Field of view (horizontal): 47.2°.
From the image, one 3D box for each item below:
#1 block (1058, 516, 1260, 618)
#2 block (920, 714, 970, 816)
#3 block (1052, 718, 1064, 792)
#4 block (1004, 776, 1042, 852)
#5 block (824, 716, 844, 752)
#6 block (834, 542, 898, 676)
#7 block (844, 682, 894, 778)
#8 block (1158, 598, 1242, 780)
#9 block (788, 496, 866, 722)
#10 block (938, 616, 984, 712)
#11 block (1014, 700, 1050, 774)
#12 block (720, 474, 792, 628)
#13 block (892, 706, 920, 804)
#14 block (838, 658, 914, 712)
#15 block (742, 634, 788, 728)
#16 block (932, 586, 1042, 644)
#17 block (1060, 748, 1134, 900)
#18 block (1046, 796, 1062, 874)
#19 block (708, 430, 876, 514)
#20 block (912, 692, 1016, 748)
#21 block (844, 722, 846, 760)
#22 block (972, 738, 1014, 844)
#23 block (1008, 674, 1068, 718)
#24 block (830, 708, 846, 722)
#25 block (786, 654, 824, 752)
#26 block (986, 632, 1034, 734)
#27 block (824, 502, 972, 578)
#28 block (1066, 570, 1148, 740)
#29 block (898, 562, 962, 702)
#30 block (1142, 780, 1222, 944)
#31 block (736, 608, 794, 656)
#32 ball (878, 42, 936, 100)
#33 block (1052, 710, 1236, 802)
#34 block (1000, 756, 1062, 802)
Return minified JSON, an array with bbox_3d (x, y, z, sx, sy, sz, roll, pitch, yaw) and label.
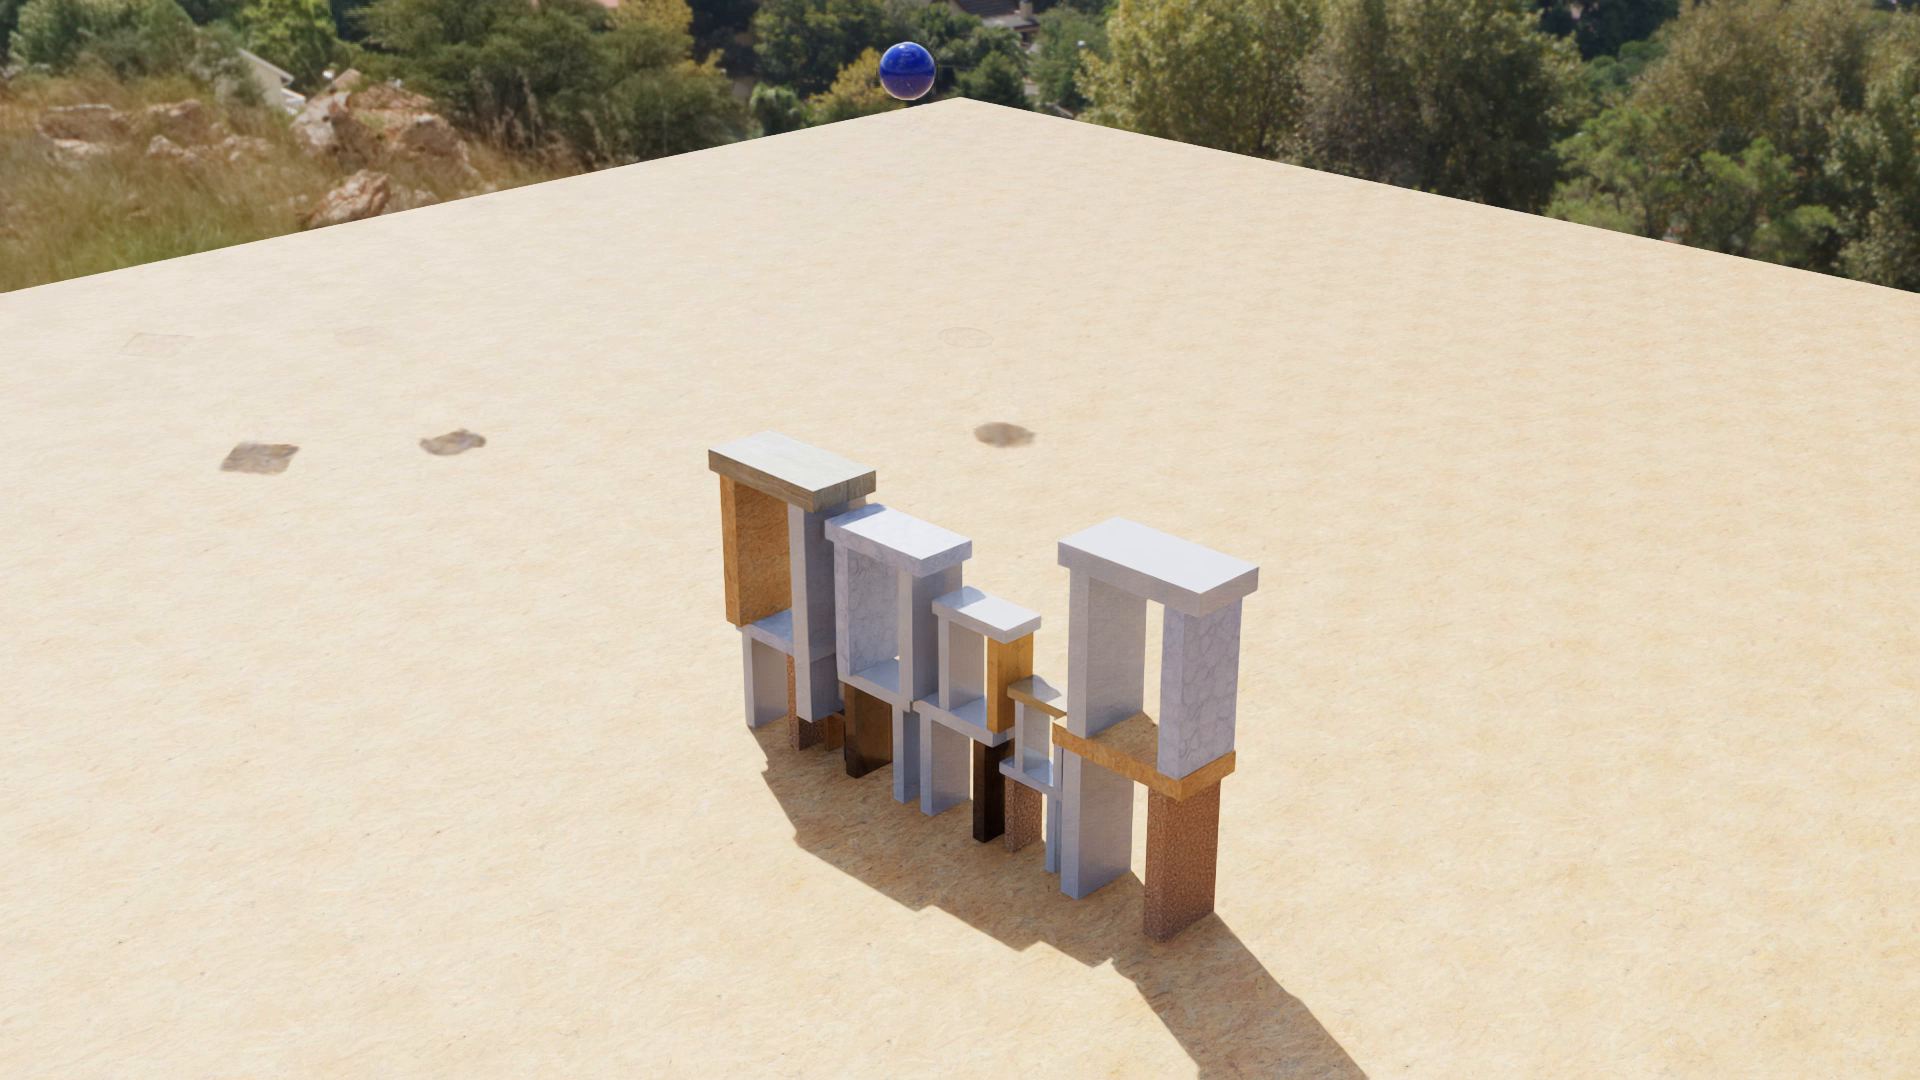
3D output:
[{"bbox_3d":[0.346,0.044,3.865,0.324,0.046,0.162,21,31,40],"label":"block"},{"bbox_3d":[-0.029,0.437,4.446,0.111,0.222,0.031,-21,31,-41],"label":"block"},{"bbox_3d":[0.210,0.393,4.160,0.021,0.150,0.075,21,31,41],"label":"block"},{"bbox_3d":[0.125,0.524,4.316,0.023,0.165,0.082,21,31,41],"label":"block"},{"bbox_3d":[-0.268,0.402,4.694,0.047,0.094,0.013,-21,31,-40],"label":"block"},{"bbox_3d":[-0.189,0.122,4.479,0.139,0.285,0.039,-21,31,-40],"label":"block"},{"bbox_3d":[-0.189,0.381,4.588,0.030,0.215,0.108,21,31,41],"label":"block"},{"bbox_3d":[0.422,0.245,3.867,0.046,0.324,0.162,21,31,40],"label":"block"},{"bbox_3d":[-0.268,0.131,4.563,0.168,0.481,0.048,-21,31,-40],"label":"block"},{"bbox_3d":[0.004,0.228,4.320,0.099,0.198,0.028,-21,31,-40],"label":"block"},{"bbox_3d":[0.139,0.365,4.226,0.021,0.150,0.075,21,31,41],"label":"block"},{"bbox_3d":[-0.425,0.001,4.682,0.168,0.337,0.048,-21,31,-41],"label":"block"},{"bbox_3d":[-0.087,0.420,4.495,0.030,0.215,0.108,21,31,41],"label":"block"},{"bbox_3d":[-0.138,0.287,4.493,0.108,0.030,0.215,-21,31,-40],"label":"block"},{"bbox_3d":[-0.419,0.290,4.796,0.110,0.221,0.031,-21,31,-40],"label":"block"},{"bbox_3d":[0.050,0.142,4.233,0.099,0.028,0.198,-21,31,-40],"label":"block"},{"bbox_3d":[0.261,0.511,4.160,0.044,0.309,0.154,21,31,41],"label":"block"},{"bbox_3d":[0.203,0.554,4.244,0.023,0.165,0.082,21,31,41],"label":"block"},{"bbox_3d":[-0.348,-0.145,4.534,0.168,0.048,0.337,-21,31,-40],"label":"block"},{"bbox_3d":[0.024,0.341,4.349,0.111,0.031,0.222,-21,31,-40],"label":"block"},{"bbox_3d":[-0.224,0.419,4.653,0.047,0.094,0.013,-21,31,-41],"label":"block"},{"bbox_3d":[0.076,0.478,4.349,0.111,0.222,0.031,-21,31,-41],"label":"block"},{"bbox_3d":[0.170,0.298,4.164,0.150,0.021,0.075,21,31,41],"label":"block"},{"bbox_3d":[-0.246,0.361,4.652,0.047,0.013,0.094,-21,31,-40],"label":"block"},{"bbox_3d":[-0.315,0.330,4.700,0.031,0.220,0.110,21,31,41],"label":"block"},{"bbox_3d":[0.096,0.265,4.233,0.099,0.198,0.028,-21,31,-40],"label":"block"},{"bbox_3d":[-0.123,-0.002,4.356,0.277,0.039,0.139,21,31,41],"label":"block"},{"bbox_3d":[0.269,0.185,4.007,0.046,0.324,0.162,21,31,41],"label":"block"},{"bbox_3d":[-0.058,0.169,4.357,0.139,0.277,0.039,-21,31,-40],"label":"block"},{"bbox_3d":[0.407,0.568,4.026,0.044,0.309,0.154,21,31,41],"label":"block"},{"bbox_3d":[-0.367,0.194,4.699,0.110,0.031,0.221,-21,31,-40],"label":"block"},{"bbox_3d":[-0.164,-1.458,6.842,0.177,0.177,0.177,0,23,0],"label":"ball"},{"bbox_3d":[0.334,0.378,4.024,0.309,0.044,0.154,21,31,41],"label":"block"},{"bbox_3d":[0.164,0.452,4.243,0.165,0.023,0.082,21,31,41],"label":"block"}]
